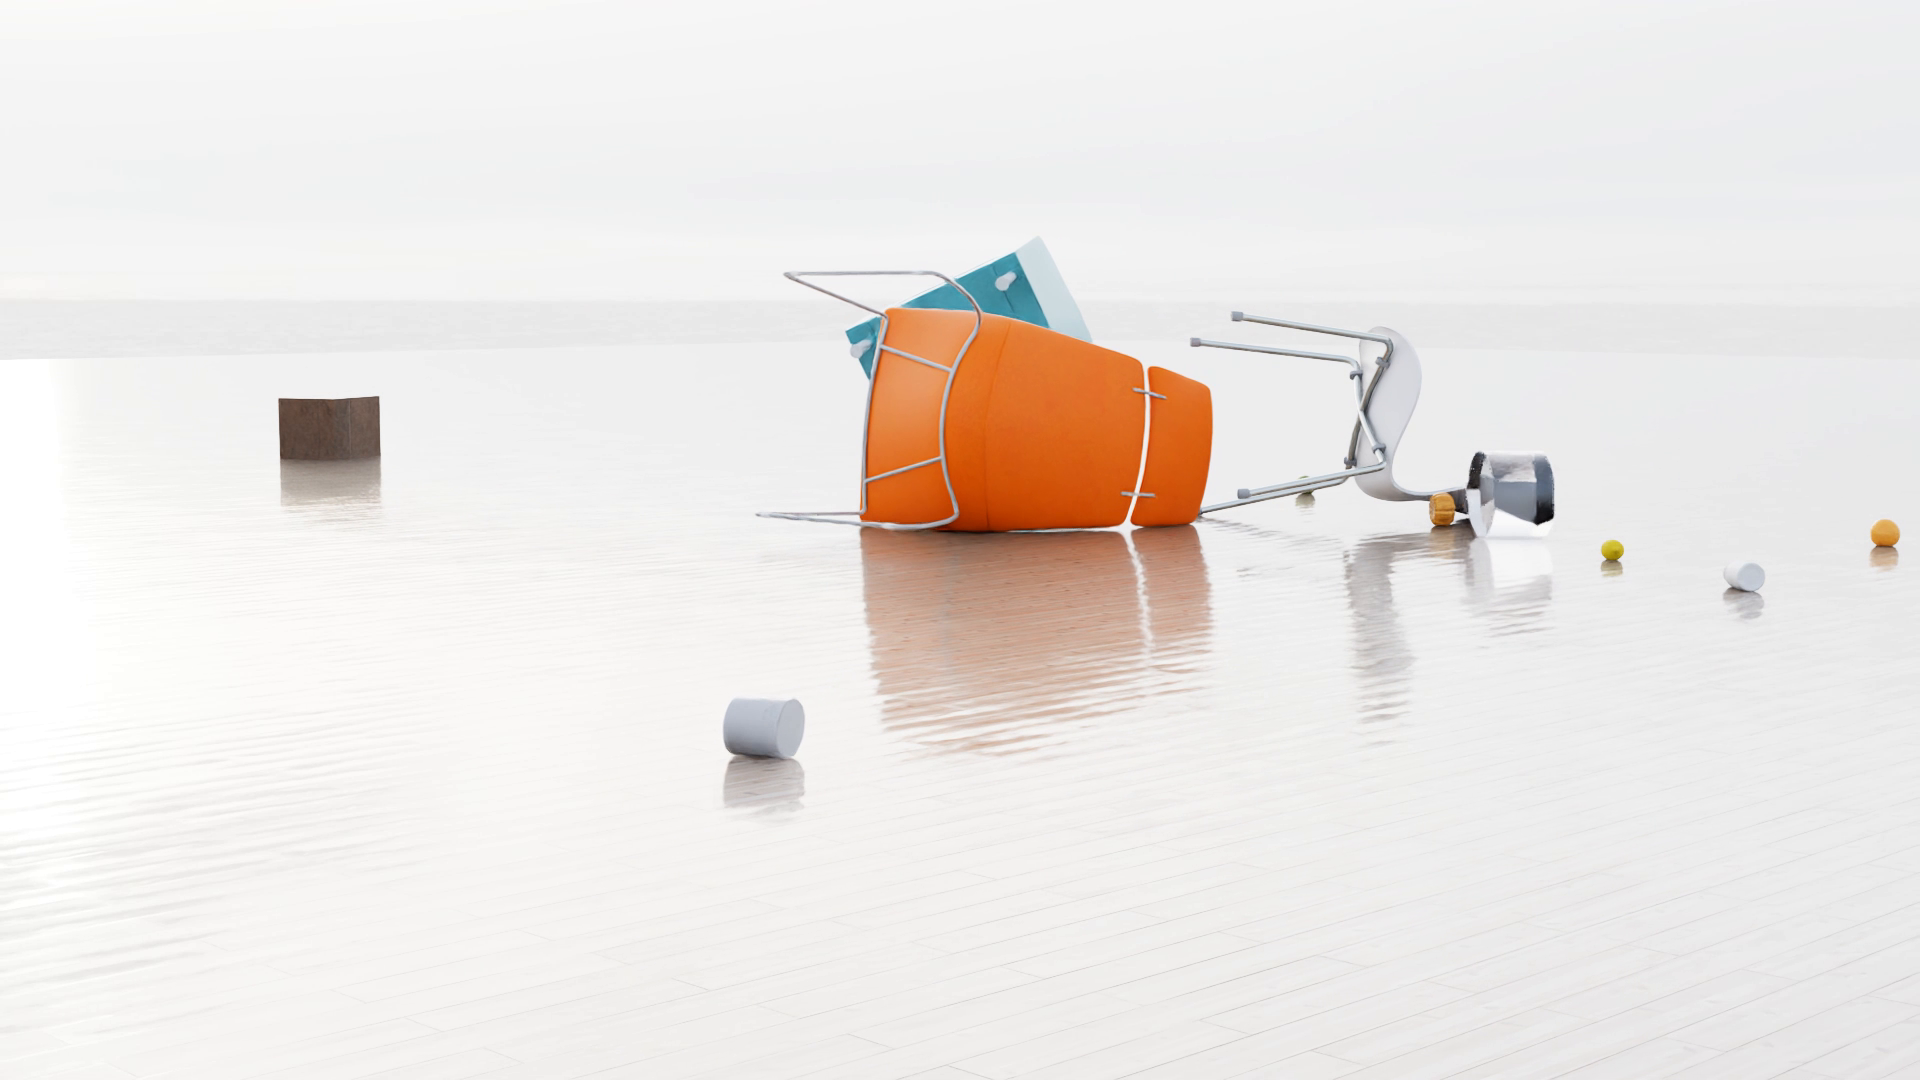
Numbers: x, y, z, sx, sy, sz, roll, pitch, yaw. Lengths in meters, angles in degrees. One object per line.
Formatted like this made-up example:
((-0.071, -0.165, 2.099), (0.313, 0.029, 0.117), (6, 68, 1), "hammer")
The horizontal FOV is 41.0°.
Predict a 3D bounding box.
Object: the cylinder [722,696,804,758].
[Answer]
((-0.270, 0.257, 3.526), (0.082, 0.080, 0.090), (2, 23, 22), "cylinder")

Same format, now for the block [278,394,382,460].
((-2.289, -0.411, 9.324), (0.238, 0.220, 0.284), (2, 6, 22), "block")

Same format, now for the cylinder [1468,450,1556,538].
((1.386, -0.115, 6.456), (0.151, 0.219, 0.260), (0, 13, -4), "cylinder")
